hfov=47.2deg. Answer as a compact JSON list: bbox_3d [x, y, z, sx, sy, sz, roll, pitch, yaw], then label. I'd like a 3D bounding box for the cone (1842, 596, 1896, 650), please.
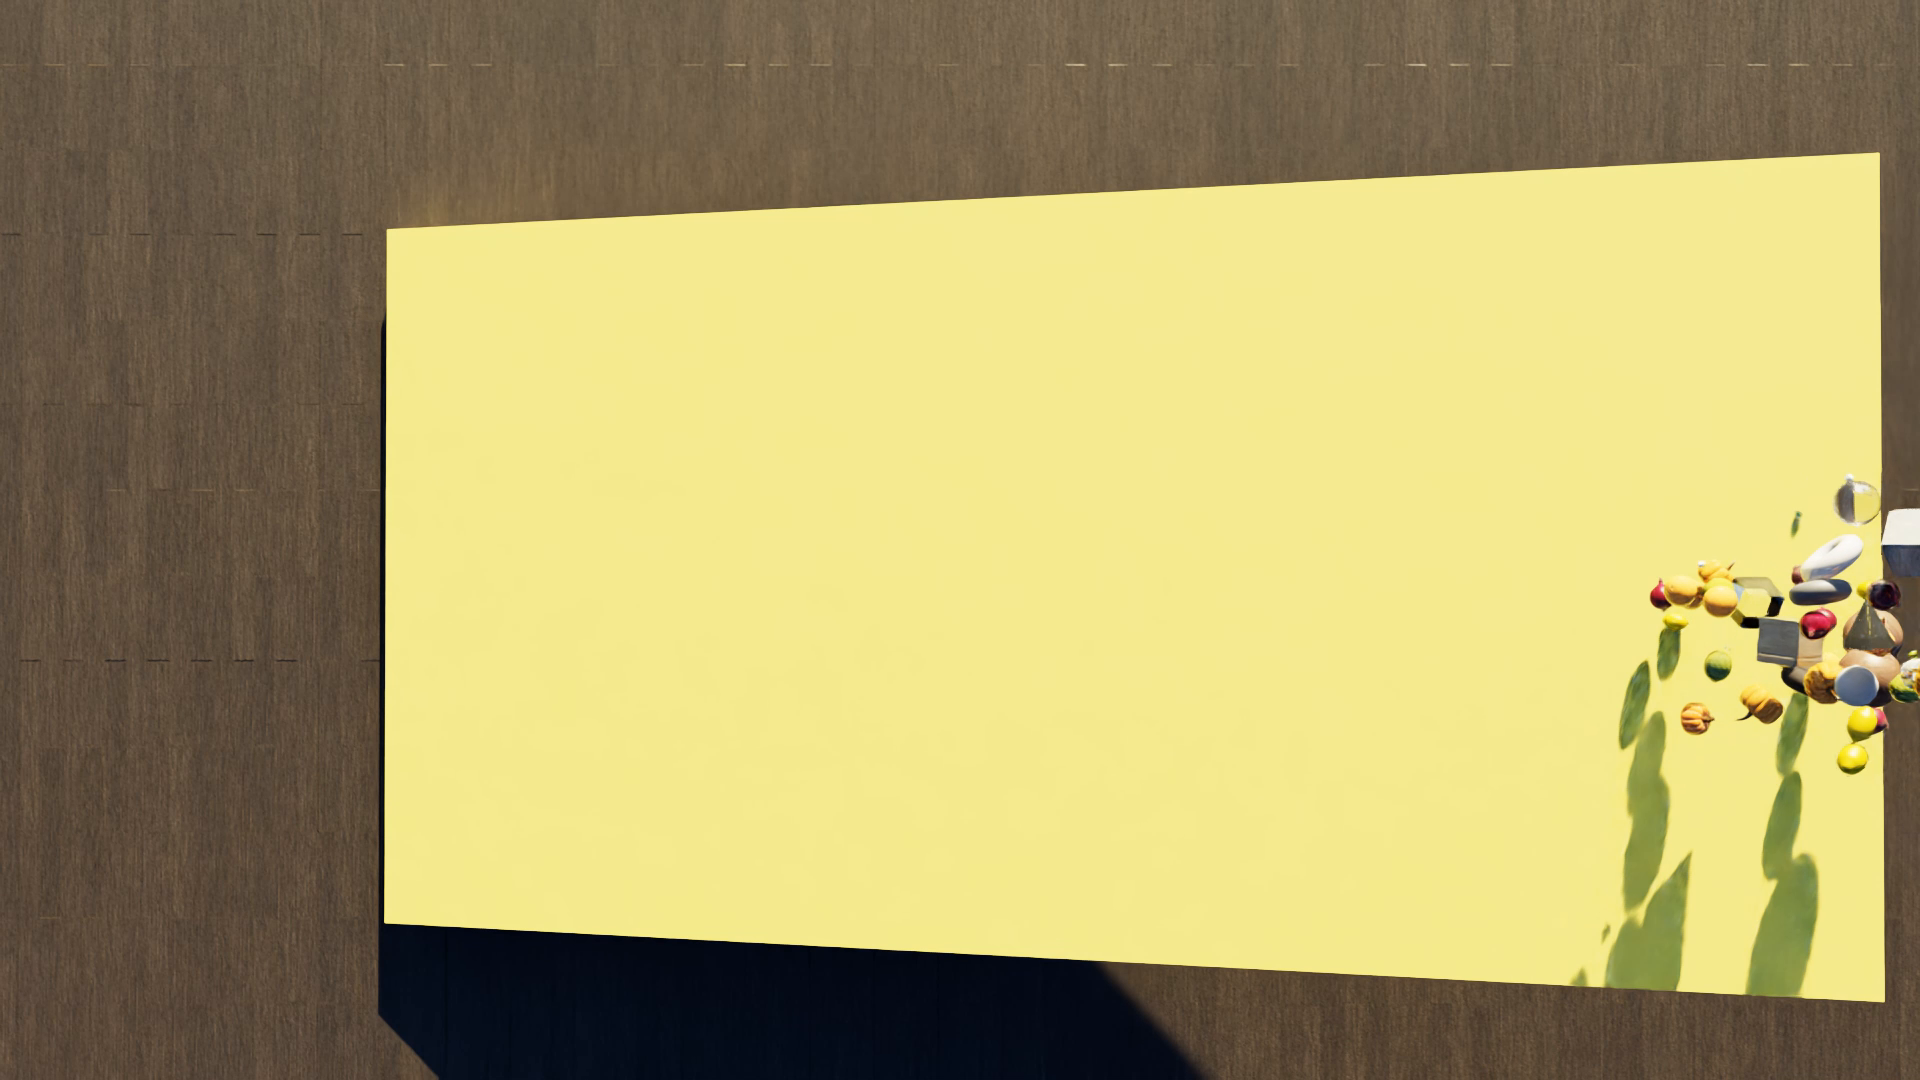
[{"bbox_3d":[1.757,0.158,4.256,0.098,0.098,0.098,-4,94,0],"label":"cone"}]

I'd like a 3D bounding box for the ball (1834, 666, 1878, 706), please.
[{"bbox_3d":[1.765,0.288,4.330,0.081,0.081,0.081,0,89,0],"label":"ball"}]

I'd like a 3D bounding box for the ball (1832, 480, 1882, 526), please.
[{"bbox_3d":[1.774,-0.073,4.353,0.090,0.090,0.090,0,89,0],"label":"ball"}]

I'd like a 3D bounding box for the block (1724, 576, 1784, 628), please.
[{"bbox_3d":[1.821,0.143,5.043,0.085,0.085,0.085,1,121,-11],"label":"block"}]

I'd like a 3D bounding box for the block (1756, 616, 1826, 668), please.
[{"bbox_3d":[1.731,0.211,4.582,0.093,0.093,0.093,0,95,-37],"label":"block"}]

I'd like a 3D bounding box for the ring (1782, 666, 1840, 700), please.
[{"bbox_3d":[1.916,0.317,4.928,0.148,0.148,0.049,14,105,0],"label":"ring"}]

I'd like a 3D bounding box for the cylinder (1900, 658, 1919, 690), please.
[{"bbox_3d":[1.879,0.263,4.300,0.060,0.060,0.060,0,87,2],"label":"cylinder"}]

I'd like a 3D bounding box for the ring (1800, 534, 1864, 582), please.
[{"bbox_3d":[1.818,0.040,4.585,0.140,0.140,0.047,-39,88,-1],"label":"ring"}]

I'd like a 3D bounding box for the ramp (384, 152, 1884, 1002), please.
[{"bbox_3d":[0.273,0.094,5.809,4.000,0.100,2.000,0,89,17],"label":"ramp"}]

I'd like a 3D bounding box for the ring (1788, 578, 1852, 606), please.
[{"bbox_3d":[1.730,0.106,4.422,0.120,0.120,0.040,-5,79,0],"label":"ring"}]

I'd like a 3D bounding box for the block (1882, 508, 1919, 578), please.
[{"bbox_3d":[1.747,0.005,4.018,0.088,0.088,0.088,54,49,-34],"label":"block"}]
